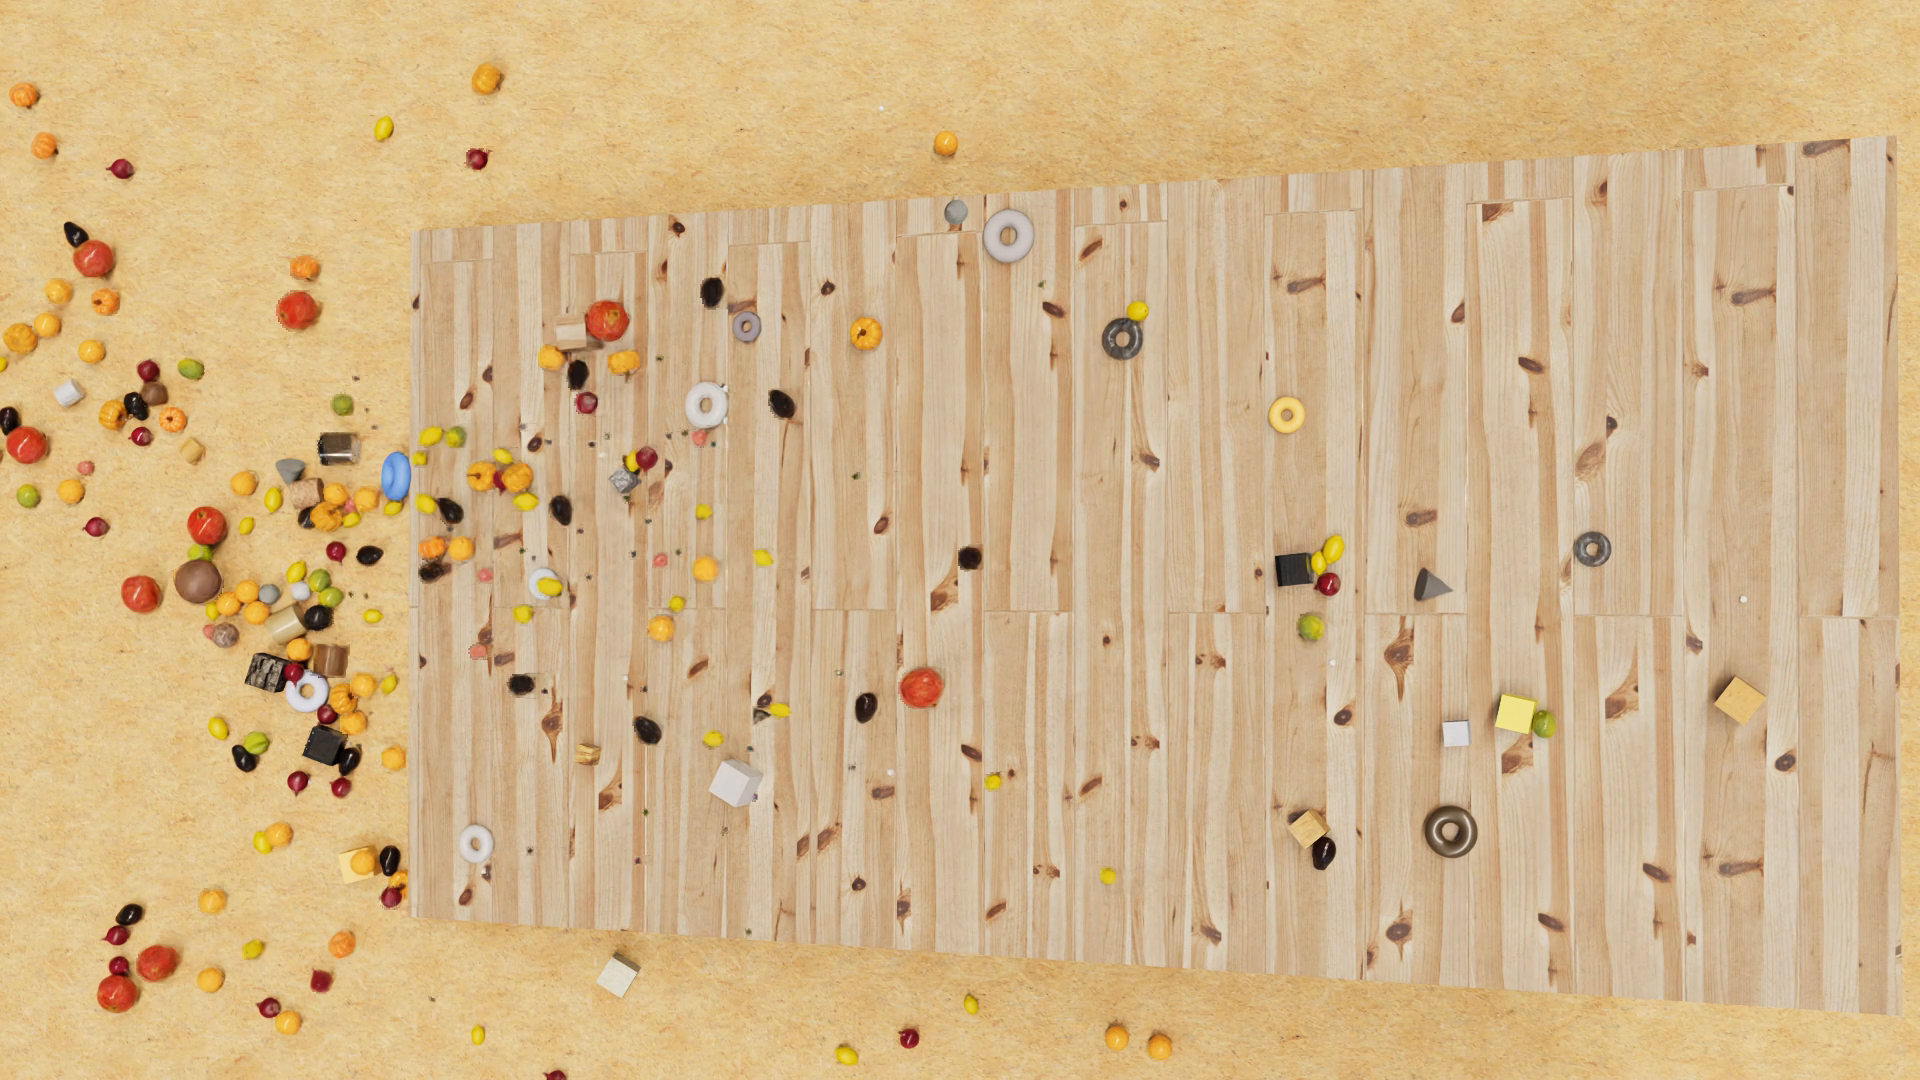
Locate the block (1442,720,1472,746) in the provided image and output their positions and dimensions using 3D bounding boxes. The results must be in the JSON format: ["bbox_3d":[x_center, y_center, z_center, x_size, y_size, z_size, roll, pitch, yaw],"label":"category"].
[{"bbox_3d":[1.202,0.467,5.313,0.058,0.058,0.058,-5,87,21],"label":"block"}]

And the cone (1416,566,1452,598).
[{"bbox_3d":[1.160,0.115,5.344,0.083,0.083,0.083,17,89,9],"label":"cone"}]

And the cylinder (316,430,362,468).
[{"bbox_3d":[-1.824,-0.266,6.463,0.096,0.096,0.096,-12,89,18],"label":"cylinder"}]

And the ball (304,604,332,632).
[{"bbox_3d":[-1.888,0.229,6.466,0.077,0.077,0.077,0,89,0],"label":"ball"}]

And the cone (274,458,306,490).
[{"bbox_3d":[-1.976,-0.182,6.490,0.087,0.087,0.087,9,116,0],"label":"cone"}]

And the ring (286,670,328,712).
[{"bbox_3d":[-1.924,0.446,6.480,0.128,0.043,0.128,0,88,0],"label":"ring"}]

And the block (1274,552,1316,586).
[{"bbox_3d":[0.830,0.074,5.449,0.077,0.077,0.077,-7,87,21],"label":"block"}]

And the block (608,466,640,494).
[{"bbox_3d":[-0.934,-0.167,6.132,0.054,0.054,0.054,-40,76,16],"label":"block"}]

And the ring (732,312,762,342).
[{"bbox_3d":[-0.584,-0.583,6.019,0.086,0.029,0.086,0,90,20],"label":"ring"}]

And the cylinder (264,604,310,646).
[{"bbox_3d":[-1.975,0.248,6.458,0.093,0.093,0.093,-28,89,0],"label":"cylinder"}]

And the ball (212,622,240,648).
[{"bbox_3d":[-2.159,0.281,6.465,0.077,0.077,0.077,0,89,0],"label":"ball"}]

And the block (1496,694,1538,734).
[{"bbox_3d":[1.331,0.414,5.255,0.077,0.077,0.077,13,94,20],"label":"block"}]

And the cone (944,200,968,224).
[{"bbox_3d":[-0.022,-0.868,5.789,0.067,0.067,0.067,0,89,21],"label":"cone"}]

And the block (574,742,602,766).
[{"bbox_3d":[-1.044,0.602,6.165,0.051,0.051,0.051,14,94,20],"label":"block"}]

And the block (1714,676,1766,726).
[{"bbox_3d":[1.801,0.369,5.075,0.080,0.080,0.080,38,102,17],"label":"block"}]

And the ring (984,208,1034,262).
[{"bbox_3d":[0.127,-0.794,5.743,0.141,0.047,0.141,0,90,20],"label":"ring"}]

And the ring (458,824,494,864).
[{"bbox_3d":[-1.387,0.871,6.300,0.111,0.037,0.111,0,90,20],"label":"ring"}]

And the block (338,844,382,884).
[{"bbox_3d":[-1.760,0.950,6.451,0.087,0.087,0.087,-14,89,0],"label":"block"}]

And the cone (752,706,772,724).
[{"bbox_3d":[-0.538,0.478,5.990,0.053,0.053,0.053,-2,89,-6],"label":"cone"}]

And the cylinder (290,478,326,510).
[{"bbox_3d":[-1.919,-0.136,6.468,0.082,0.082,0.082,-9,89,0],"label":"cylinder"}]

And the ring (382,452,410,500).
[{"bbox_3d":[-1.654,-0.187,6.449,0.048,0.145,0.145,2,89,-37],"label":"ring"}]

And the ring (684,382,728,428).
[{"bbox_3d":[-0.699,-0.371,6.052,0.131,0.044,0.131,-1,88,22],"label":"ring"}]

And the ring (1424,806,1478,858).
[{"bbox_3d":[1.189,0.706,5.323,0.129,0.043,0.129,0,89,22],"label":"ring"}]

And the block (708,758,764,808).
[{"bbox_3d":[-0.608,0.660,5.978,0.092,0.092,0.092,29,99,19],"label":"block"}]

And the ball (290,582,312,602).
[{"bbox_3d":[-1.941,0.151,6.475,0.060,0.060,0.060,0,89,0],"label":"ball"}]

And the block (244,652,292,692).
[{"bbox_3d":[-2.030,0.389,6.456,0.092,0.092,0.092,18,89,0],"label":"block"}]

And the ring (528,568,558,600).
[{"bbox_3d":[-1.181,0.124,6.234,0.094,0.031,0.094,0,90,20],"label":"ring"}]

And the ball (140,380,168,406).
[{"bbox_3d":[-2.373,-0.431,6.475,0.075,0.075,0.075,0,89,0],"label":"ball"}]

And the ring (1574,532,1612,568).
[{"bbox_3d":[1.503,0.022,5.221,0.087,0.029,0.087,0,91,21],"label":"ring"}]

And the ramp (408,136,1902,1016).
[{"bbox_3d":[0.282,0.088,5.751,4.000,0.100,2.000,0,89,21],"label":"ramp"}]

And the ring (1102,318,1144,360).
[{"bbox_3d":[0.417,-0.515,5.635,0.112,0.037,0.112,0,90,20],"label":"ring"}]

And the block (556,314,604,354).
[{"bbox_3d":[-1.067,-0.578,6.168,0.091,0.091,0.091,-6,87,21],"label":"block"}]

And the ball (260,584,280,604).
[{"bbox_3d":[-2.032,0.157,6.475,0.061,0.061,0.061,0,89,0],"label":"ball"}]

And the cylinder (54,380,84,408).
[{"bbox_3d":[-2.626,-0.431,6.483,0.060,0.060,0.060,-34,89,0],"label":"cylinder"}]

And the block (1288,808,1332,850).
[{"bbox_3d":[0.863,0.713,5.433,0.068,0.068,0.068,-43,76,15],"label":"block"}]

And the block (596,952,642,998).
[{"bbox_3d":[-1.000,1.275,6.447,0.088,0.088,0.088,32,89,0],"label":"block"}]

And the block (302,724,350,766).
[{"bbox_3d":[-1.860,0.603,6.454,0.090,0.090,0.090,20,89,0],"label":"block"}]

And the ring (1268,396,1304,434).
[{"bbox_3d":[0.815,-0.312,5.484,0.092,0.031,0.092,0,91,21],"label":"ring"}]

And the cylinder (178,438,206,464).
[{"bbox_3d":[-2.263,-0.265,6.483,0.055,0.055,0.055,42,89,0],"label":"cylinder"}]
